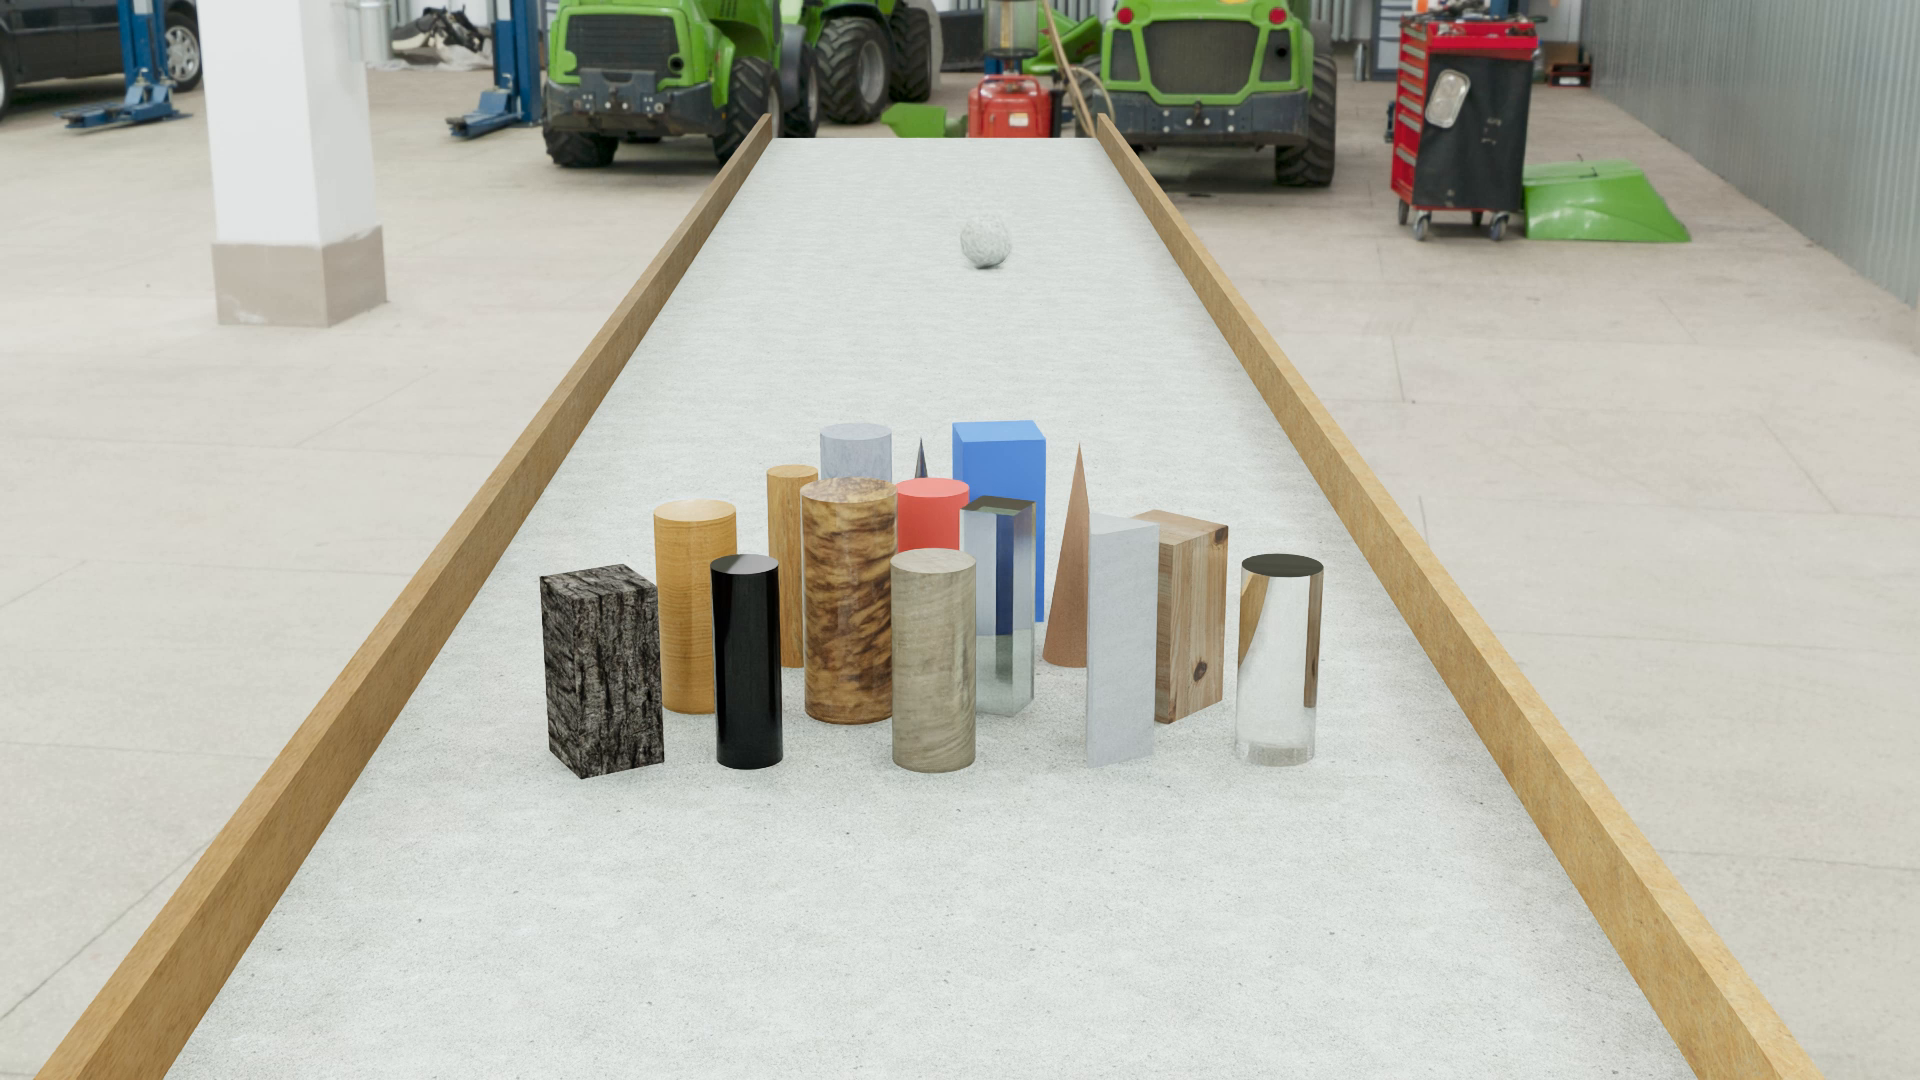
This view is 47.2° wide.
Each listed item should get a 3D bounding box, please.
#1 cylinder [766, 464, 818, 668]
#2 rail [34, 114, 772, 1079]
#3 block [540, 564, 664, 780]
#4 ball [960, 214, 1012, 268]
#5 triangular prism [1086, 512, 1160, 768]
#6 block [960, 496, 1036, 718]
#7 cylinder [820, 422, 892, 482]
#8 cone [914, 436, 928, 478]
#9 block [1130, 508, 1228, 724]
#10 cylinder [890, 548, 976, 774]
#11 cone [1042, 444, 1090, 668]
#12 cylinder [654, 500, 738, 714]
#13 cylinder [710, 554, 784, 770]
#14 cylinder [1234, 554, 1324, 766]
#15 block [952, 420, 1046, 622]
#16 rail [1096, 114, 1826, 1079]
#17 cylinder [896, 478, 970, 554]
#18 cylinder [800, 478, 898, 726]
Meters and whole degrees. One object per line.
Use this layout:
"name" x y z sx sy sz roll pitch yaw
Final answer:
"cylinder" -0.328 0.052 4.364 0.101 0.391 0.101 0 17 0
"rail" -1.118 -0.838 7.780 0.050 0.150 12.000 0 17 -1
"block" -0.631 0.229 3.882 0.157 0.327 0.157 -9 19 -29
"ball" 0.108 -1.218 8.948 0.214 0.214 0.214 0 17 0
"triangular prism" 0.259 0.172 3.895 0.136 0.429 0.117 -9 19 -27
"block" 0.070 0.124 4.121 0.108 0.393 0.108 7 18 23
"cylinder" -0.217 -0.033 4.632 0.149 0.403 0.149 0 17 0
"cone" -0.085 -0.068 4.862 0.107 0.338 0.107 0 17 0
"block" 0.379 0.141 4.143 0.172 0.347 0.172 14 22 40
"cylinder" -0.047 0.212 3.870 0.149 0.367 0.149 0 17 0
"cone" 0.235 0.020 4.374 0.137 0.448 0.137 0 17 0
"cylinder" -0.493 0.125 4.144 0.154 0.377 0.154 0 17 0
"cylinder" -0.375 0.214 3.873 0.119 0.361 0.119 0 17 0
"cylinder" 0.565 0.212 3.899 0.143 0.350 0.143 0 17 0
"block" 0.081 -0.038 4.660 0.173 0.397 0.173 -2 17 -7
"rail" 0.932 -0.844 7.801 0.050 0.150 12.000 0 17 -1
"cylinder" -0.056 0.063 4.400 0.150 0.350 0.150 0 17 0
"cylinder" -0.204 0.112 4.099 0.180 0.428 0.180 0 17 0
